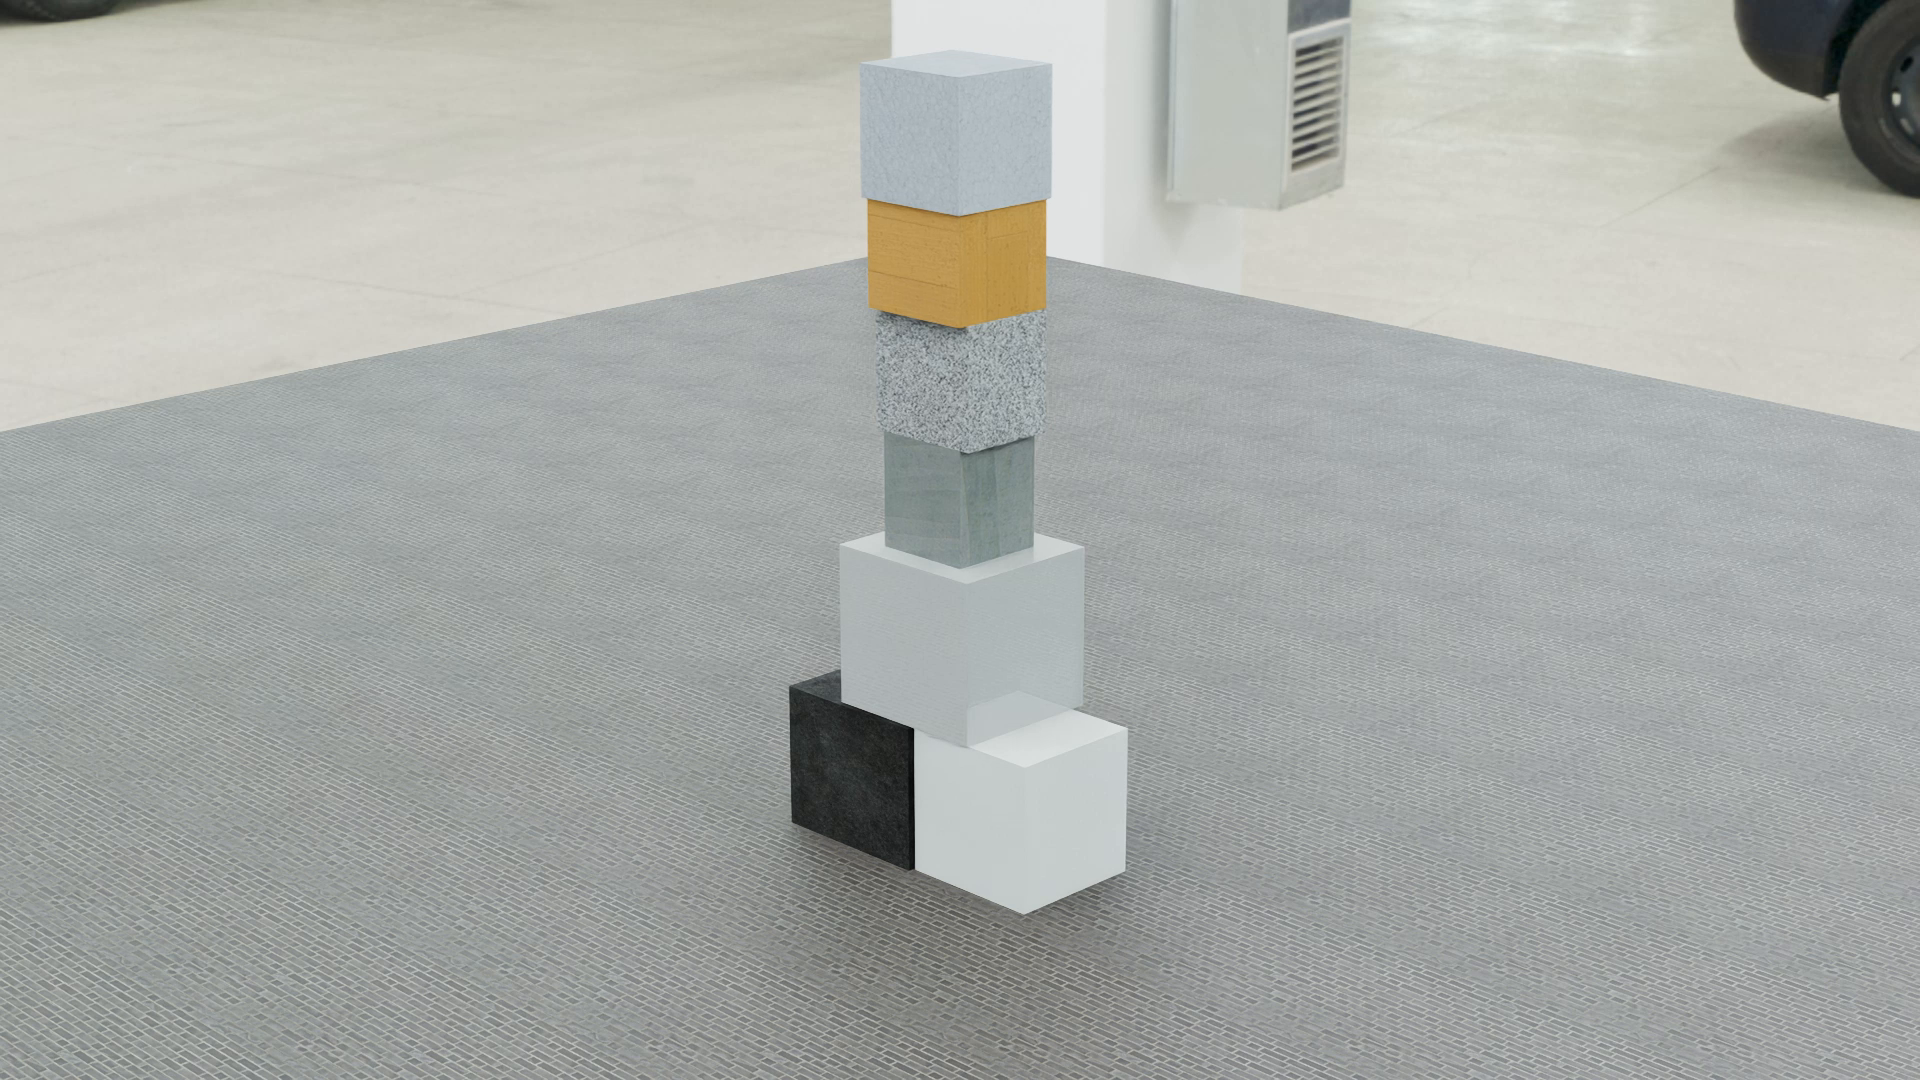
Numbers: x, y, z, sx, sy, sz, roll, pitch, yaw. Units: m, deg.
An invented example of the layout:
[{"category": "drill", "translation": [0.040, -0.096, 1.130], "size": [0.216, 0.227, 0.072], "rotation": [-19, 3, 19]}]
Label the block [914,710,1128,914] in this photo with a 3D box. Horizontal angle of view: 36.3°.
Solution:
[{"category": "block", "translation": [0.277, 1.186, 13.398], "size": [0.673, 0.703, 0.696], "rotation": [-17, 24, -42]}]

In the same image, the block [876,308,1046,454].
[{"category": "block", "translation": [0.004, -0.764, 13.111], "size": [0.492, 0.568, 0.584], "rotation": [-17, 24, -42]}]

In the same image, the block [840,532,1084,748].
[{"category": "block", "translation": [0.009, 0.392, 13.475], "size": [0.759, 0.767, 0.822], "rotation": [-17, 24, -42]}]

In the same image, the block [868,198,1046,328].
[{"category": "block", "translation": [-0.013, -1.266, 12.937], "size": [0.546, 0.495, 0.569], "rotation": [-17, 24, -42]}]

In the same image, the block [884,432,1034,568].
[{"category": "block", "translation": [-0.004, -0.231, 13.269], "size": [0.474, 0.544, 0.484], "rotation": [-17, 24, -42]}]

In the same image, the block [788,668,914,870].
[{"category": "block", "translation": [-0.243, 1.022, 13.932], "size": [0.787, 0.695, 0.808], "rotation": [-17, 24, -42]}]

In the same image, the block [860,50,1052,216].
[{"category": "block", "translation": [-0.017, -1.782, 12.773], "size": [0.575, 0.589, 0.608], "rotation": [-17, 24, -42]}]
